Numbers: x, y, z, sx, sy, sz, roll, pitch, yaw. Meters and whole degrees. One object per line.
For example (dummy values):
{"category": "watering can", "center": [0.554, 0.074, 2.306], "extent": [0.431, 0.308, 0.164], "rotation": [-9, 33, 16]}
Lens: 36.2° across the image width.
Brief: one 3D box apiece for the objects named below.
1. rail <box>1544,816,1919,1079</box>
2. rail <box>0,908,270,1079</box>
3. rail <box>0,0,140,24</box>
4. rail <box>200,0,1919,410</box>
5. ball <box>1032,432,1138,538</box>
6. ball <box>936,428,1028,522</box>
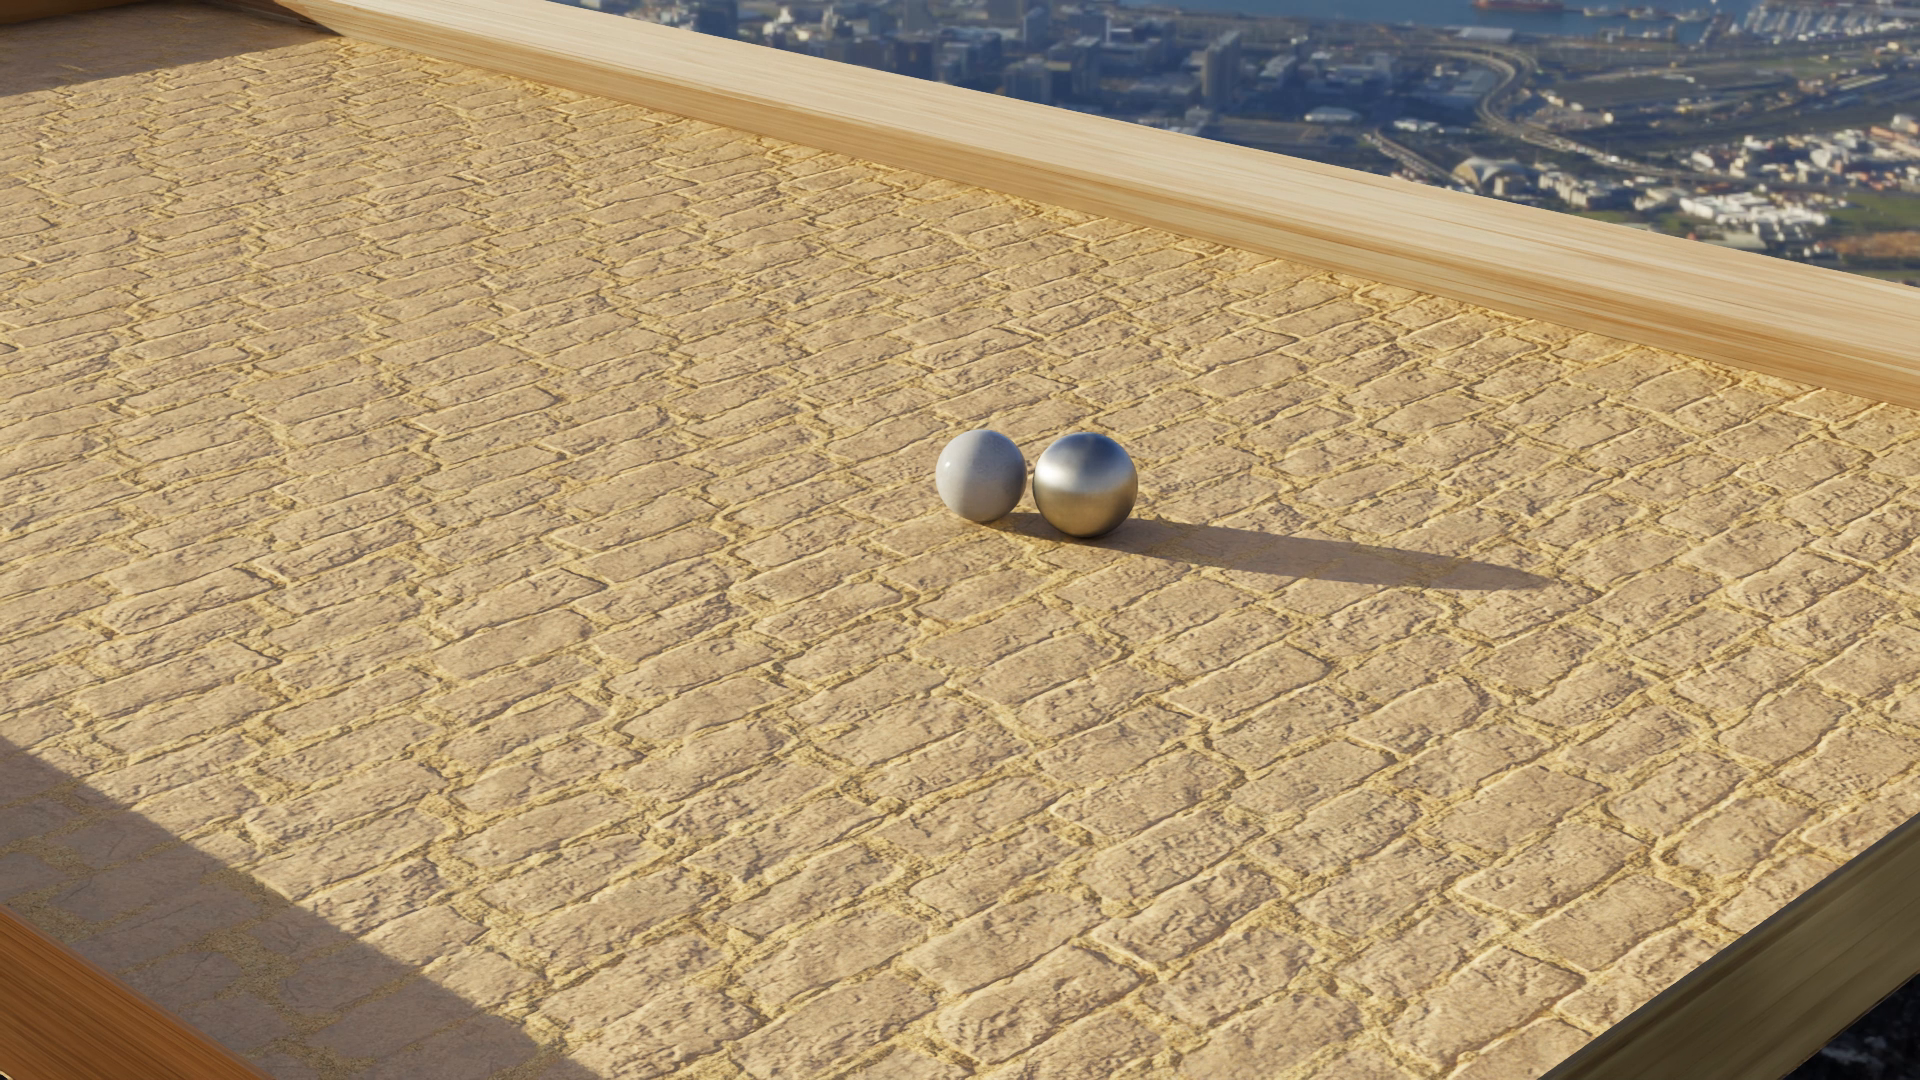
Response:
{"category": "rail", "center": [0.672, 0.204, 2.001], "extent": [0.045, 0.127, 2.033], "rotation": [19, 28, 40]}
{"category": "rail", "center": [-1.372, -0.003, 2.530], "extent": [3.796, 0.127, 0.045], "rotation": [19, 28, 40]}
{"category": "rail", "center": [-2.049, -0.734, 4.402], "extent": [0.045, 0.127, 2.033], "rotation": [19, 28, 40]}
{"category": "rail", "center": [-0.006, -0.527, 3.873], "extent": [3.796, 0.127, 0.045], "rotation": [19, 28, 40]}
{"category": "ball", "center": [0.115, -0.050, 2.695], "extent": [0.098, 0.098, 0.098], "rotation": [0, 21, 0]}
{"category": "ball", "center": [0.020, -0.060, 2.735], "extent": [0.087, 0.087, 0.087], "rotation": [0, 21, 0]}
